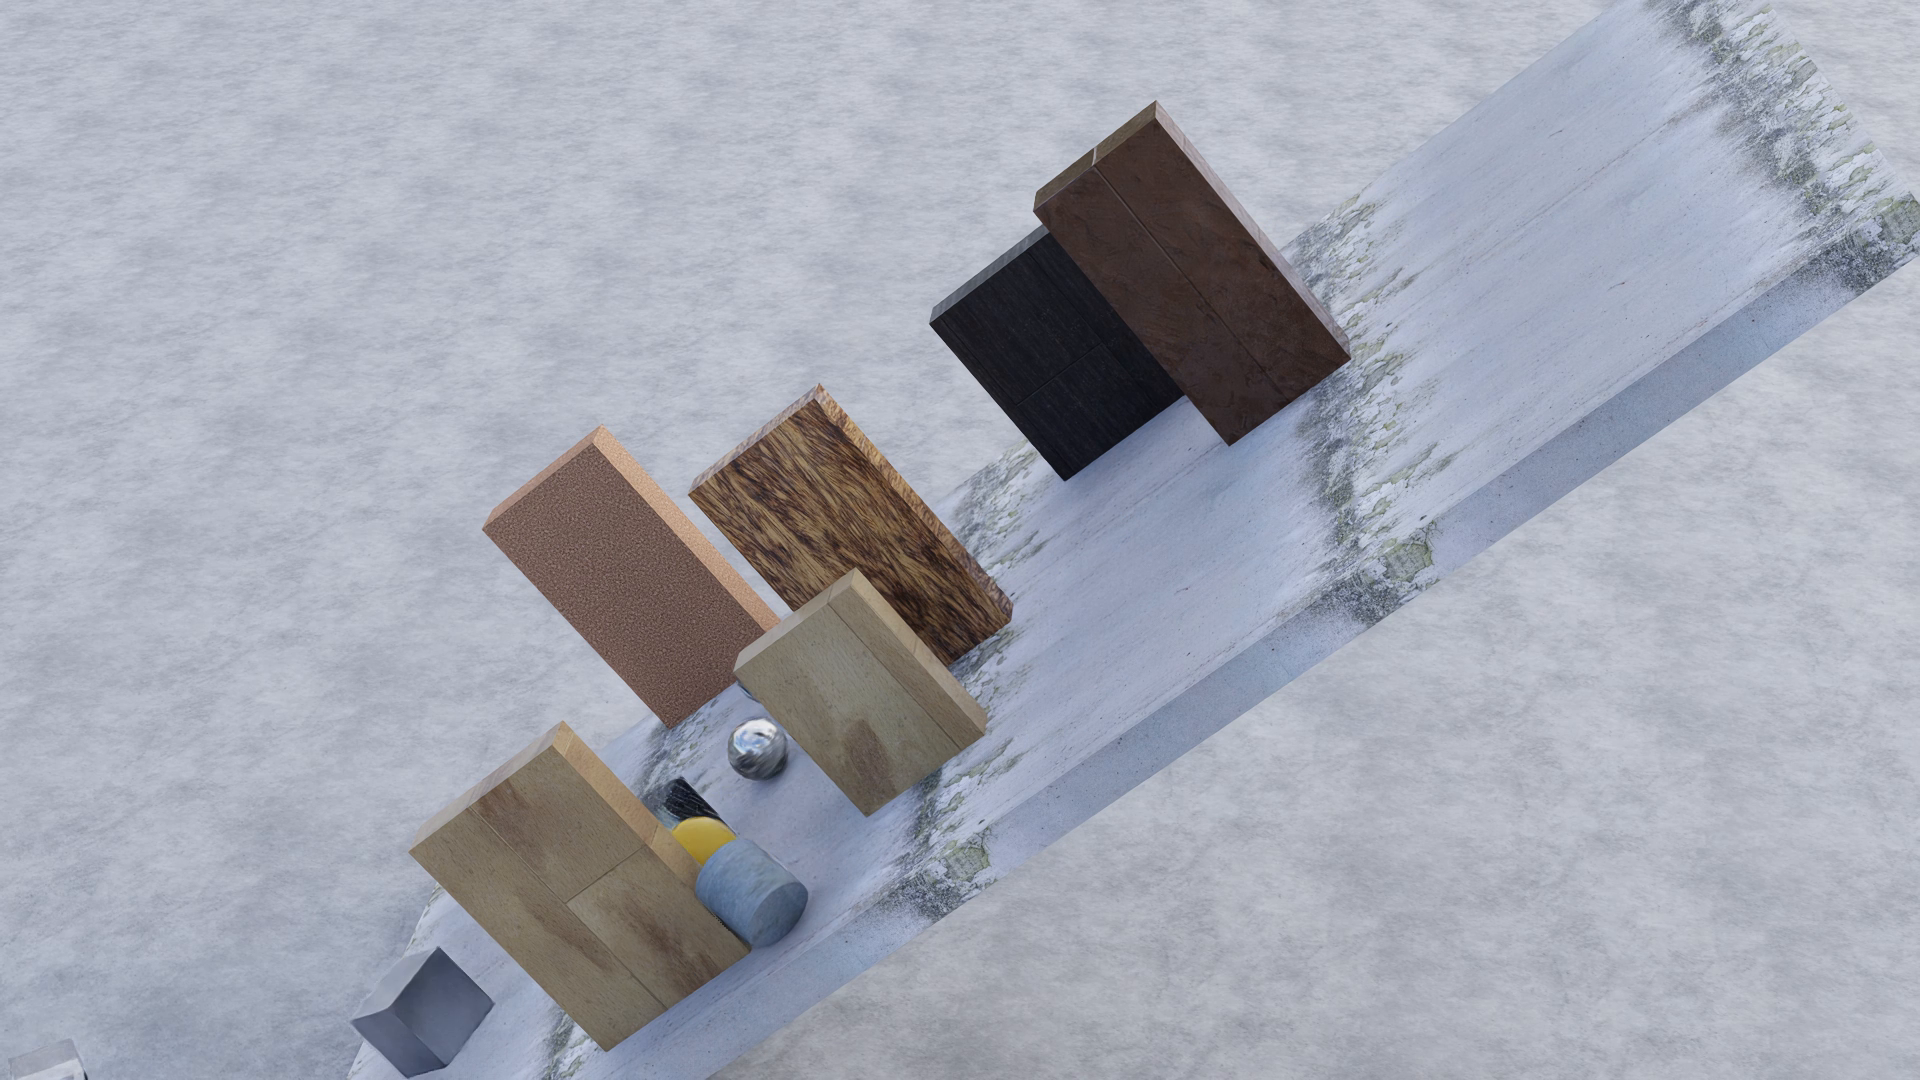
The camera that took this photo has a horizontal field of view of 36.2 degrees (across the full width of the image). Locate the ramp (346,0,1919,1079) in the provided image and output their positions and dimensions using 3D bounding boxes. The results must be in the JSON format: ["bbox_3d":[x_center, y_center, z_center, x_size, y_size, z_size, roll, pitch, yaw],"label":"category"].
[{"bbox_3d":[0.119,0.186,6.343,4.000,0.100,2.000,-36,16,18],"label":"ramp"}]

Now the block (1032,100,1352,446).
[{"bbox_3d":[0.480,-0.545,6.060,0.315,0.651,0.135,-36,16,18],"label":"block"}]

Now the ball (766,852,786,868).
[{"bbox_3d":[-0.397,0.677,5.846,0.113,0.113,0.113,0,24,0],"label":"ball"}]

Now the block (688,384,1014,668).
[{"bbox_3d":[-0.228,0.021,6.229,0.353,0.641,0.088,-36,16,18],"label":"block"}]

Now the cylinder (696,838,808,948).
[{"bbox_3d":[-0.401,0.679,5.661,0.153,0.153,0.153,-22,46,-40],"label":"cylinder"}]

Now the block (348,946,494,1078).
[{"bbox_3d":[-1.205,1.059,6.589,0.190,0.190,0.190,-23,24,48],"label":"block"}]

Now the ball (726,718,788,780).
[{"bbox_3d":[-0.447,0.463,6.496,0.137,0.137,0.137,0,24,0],"label":"ball"}]

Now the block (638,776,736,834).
[{"bbox_3d":[-0.634,0.659,6.327,0.182,0.182,0.182,-31,19,33],"label":"block"}]

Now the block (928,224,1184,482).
[{"bbox_3d":[0.246,-0.445,6.651,0.409,0.487,0.110,-36,16,18],"label":"block"}]

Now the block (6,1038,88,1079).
[{"bbox_3d":[-2.123,1.291,6.886,0.152,0.152,0.152,-18,29,-22],"label":"block"}]

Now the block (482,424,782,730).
[{"bbox_3d":[-0.802,0.096,7.284,0.372,0.695,0.124,-36,16,18],"label":"block"}]

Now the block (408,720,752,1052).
[{"bbox_3d":[-0.736,0.684,5.769,0.386,0.575,0.103,-36,16,18],"label":"block"}]

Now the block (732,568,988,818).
[{"bbox_3d":[-0.196,0.304,5.824,0.307,0.408,0.090,-36,16,18],"label":"block"}]

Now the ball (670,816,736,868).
[{"bbox_3d":[-0.539,0.659,6.134,0.164,0.164,0.164,0,24,0],"label":"ball"}]

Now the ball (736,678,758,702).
[{"bbox_3d":[-0.452,0.310,6.899,0.149,0.149,0.149,0,24,0],"label":"ball"}]
